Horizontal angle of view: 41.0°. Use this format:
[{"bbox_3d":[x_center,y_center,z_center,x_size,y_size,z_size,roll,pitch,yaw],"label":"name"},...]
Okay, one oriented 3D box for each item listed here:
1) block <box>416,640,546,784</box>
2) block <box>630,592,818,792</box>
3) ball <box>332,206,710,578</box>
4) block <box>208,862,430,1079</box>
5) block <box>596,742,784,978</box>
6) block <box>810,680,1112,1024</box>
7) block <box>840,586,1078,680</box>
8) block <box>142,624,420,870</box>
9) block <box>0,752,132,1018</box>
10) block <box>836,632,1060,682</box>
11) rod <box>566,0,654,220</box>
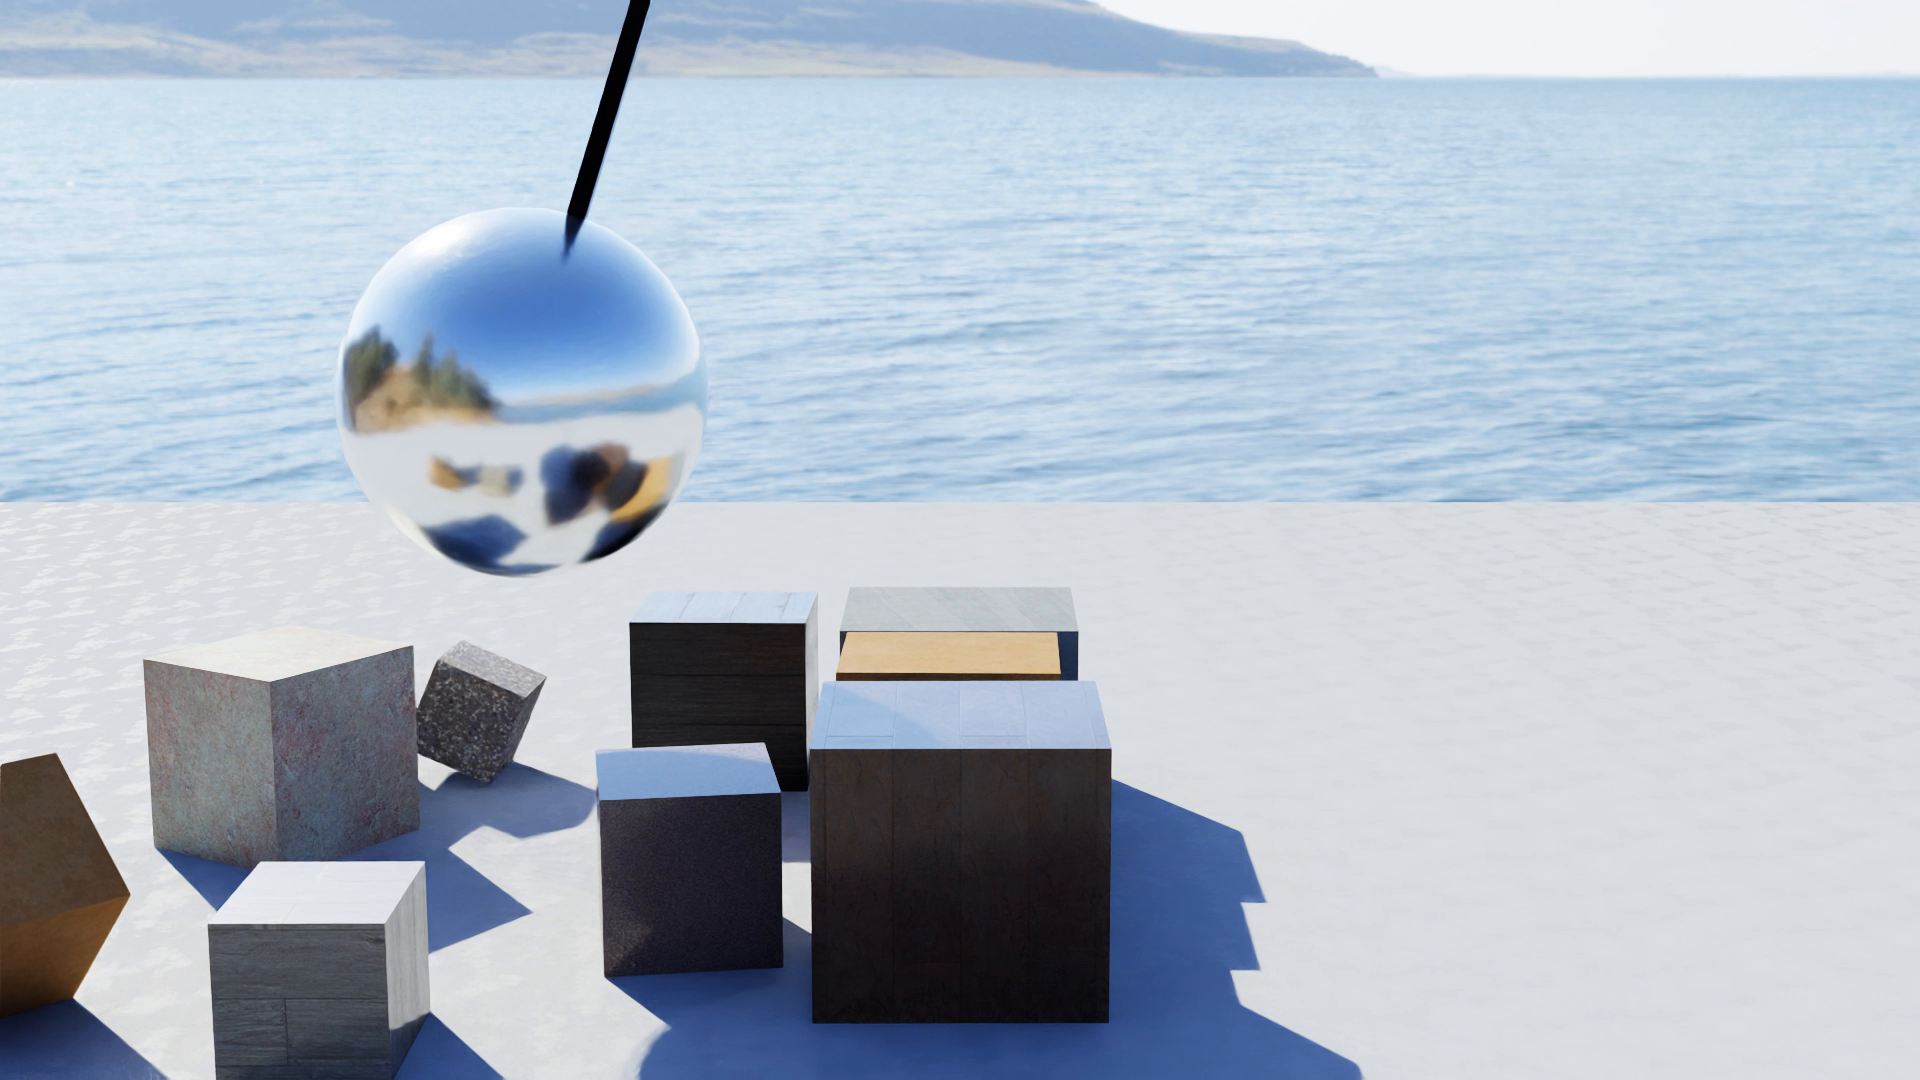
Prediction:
[{"bbox_3d":[-2.452,0.866,12.993,0.476,0.486,0.518,23,9,-1],"label":"block"},{"bbox_3d":[-1.180,0.756,13.018,0.865,0.854,0.766,0,10,1],"label":"block"},{"bbox_3d":[-1.883,-0.632,11.065,1.600,1.600,1.600,0,10,0],"label":"ball"},{"bbox_3d":[-2.314,1.561,9.330,0.616,0.590,0.710,0,10,0],"label":"block"},{"bbox_3d":[-1.113,1.288,10.462,0.708,0.722,0.770,-2,10,-9],"label":"block"},{"bbox_3d":[0.000,1.193,10.040,1.110,1.061,1.067,0,10,0],"label":"block"},{"bbox_3d":[-0.002,0.785,12.687,1.127,0.916,1.052,0,10,0],"label":"block"},{"bbox_3d":[-3.125,0.949,11.864,0.825,0.887,0.875,7,12,32],"label":"block"},{"bbox_3d":[-3.644,1.328,9.544,0.679,0.707,0.667,-11,58,-47],"label":"block"},{"bbox_3d":[-0.045,0.957,11.751,0.986,0.912,0.834,0,10,1],"label":"block"},{"bbox_3d":[-0.816,-3.808,10.488,0.080,5.200,0.080,18,10,-3],"label":"rod"}]
